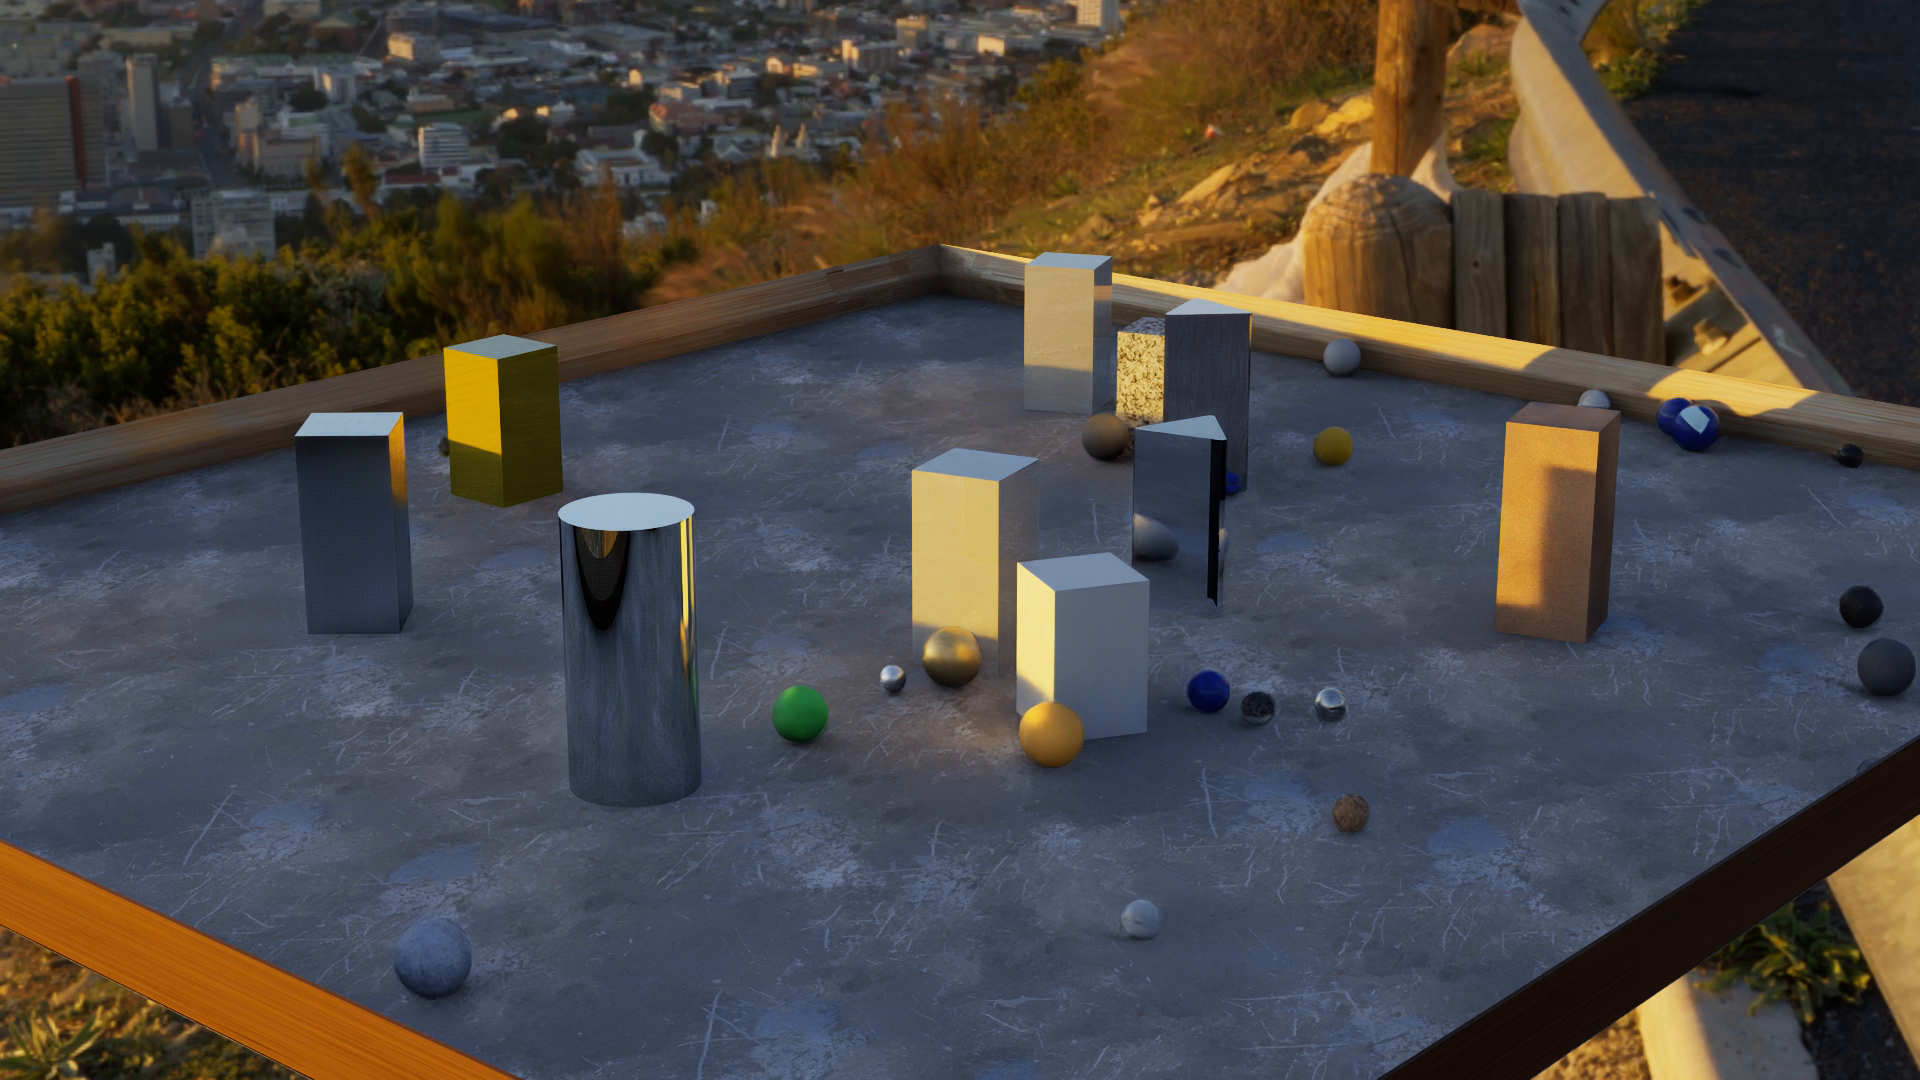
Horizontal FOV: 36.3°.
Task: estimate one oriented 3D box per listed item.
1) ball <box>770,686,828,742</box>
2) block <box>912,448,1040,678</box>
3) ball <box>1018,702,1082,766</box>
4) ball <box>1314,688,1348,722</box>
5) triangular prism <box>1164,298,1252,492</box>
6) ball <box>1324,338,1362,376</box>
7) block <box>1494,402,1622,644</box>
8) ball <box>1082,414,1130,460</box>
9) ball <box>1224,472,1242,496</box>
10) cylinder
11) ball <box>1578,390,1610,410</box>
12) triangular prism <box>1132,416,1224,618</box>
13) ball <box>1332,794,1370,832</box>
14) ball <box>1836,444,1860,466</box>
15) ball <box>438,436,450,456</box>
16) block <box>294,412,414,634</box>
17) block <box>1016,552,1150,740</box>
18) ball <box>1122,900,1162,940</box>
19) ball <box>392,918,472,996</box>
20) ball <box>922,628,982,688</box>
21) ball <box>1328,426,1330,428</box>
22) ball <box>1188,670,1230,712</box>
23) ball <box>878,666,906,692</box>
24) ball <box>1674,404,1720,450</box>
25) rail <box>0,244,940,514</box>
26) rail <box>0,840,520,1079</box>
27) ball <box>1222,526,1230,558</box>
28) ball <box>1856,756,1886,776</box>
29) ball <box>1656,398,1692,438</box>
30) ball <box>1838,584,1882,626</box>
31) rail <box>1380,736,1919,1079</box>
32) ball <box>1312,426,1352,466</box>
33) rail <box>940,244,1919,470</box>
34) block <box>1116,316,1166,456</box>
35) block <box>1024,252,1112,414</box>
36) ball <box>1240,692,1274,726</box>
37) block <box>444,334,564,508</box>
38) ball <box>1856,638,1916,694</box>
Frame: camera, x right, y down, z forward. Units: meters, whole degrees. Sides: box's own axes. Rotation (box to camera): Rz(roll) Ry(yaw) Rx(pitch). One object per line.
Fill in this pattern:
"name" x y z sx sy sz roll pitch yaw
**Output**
"ball" -0.243 0.262 4.426 0.086 0.086 0.086 0 17 0
"block" 0.026 0.035 4.762 0.154 0.327 0.154 8 19 25
"ball" 0.134 0.286 4.330 0.095 0.095 0.095 0 17 0
"ball" 0.571 0.253 4.514 0.052 0.052 0.052 0 17 0
"triangular prism" 0.473 -0.286 5.772 0.166 0.358 0.144 -2 17 -5
"ball" 0.870 -0.416 6.672 0.086 0.086 0.086 0 17 0
"block" 1.003 -0.031 4.918 0.154 0.363 0.154 8 18 24
"ball" 0.296 -0.210 5.972 0.096 0.096 0.096 0 17 0
"ball" 0.528 -0.110 5.726 0.047 0.047 0.047 0 17 0
"cylinder" -0.472 0.157 4.212 0.192 0.412 0.192 0 17 0
"ball" 1.361 -0.291 6.293 0.065 0.065 0.065 0 17 0
"triangular prism" 0.403 -0.047 5.057 0.166 0.314 0.144 9 19 26
"ball" 0.547 0.381 4.092 0.052 0.052 0.052 0 17 0
"ball" 1.797 -0.171 5.929 0.046 0.046 0.046 0 17 0
"ball" -1.048 -0.193 6.009 0.042 0.042 0.042 0 17 0
"block" -1.019 -0.029 4.945 0.154 0.344 0.154 0 17 -2
"block" 0.186 0.164 4.482 0.154 0.243 0.154 -6 18 -19
"ball" 0.232 0.485 3.750 0.050 0.050 0.050 0 17 0
"ball" -0.645 0.510 3.587 0.096 0.096 0.096 0 17 0
"ball" -0.012 0.187 4.659 0.095 0.095 0.095 0 17 0
"ball" 0.766 -0.206 6.031 0.055 0.055 0.055 0 17 0
"ball" 0.386 0.234 4.552 0.067 0.067 0.067 0 17 0
"ball" -0.107 0.220 4.641 0.042 0.042 0.042 0 17 0
"ball" 1.519 -0.232 6.046 0.095 0.095 0.095 0 17 0
"rail" -1.266 -0.286 6.173 0.045 0.125 3.755 14 22 39
"rail" -1.215 0.436 3.780 3.401 0.125 0.045 14 22 39
"ball" 0.445 0.003 5.292 0.082 0.082 0.082 0 17 0
"ball" 1.319 0.340 4.208 0.062 0.062 0.062 0 17 0
"ball" 1.503 -0.257 6.150 0.085 0.085 0.085 0 17 0
"ball" 1.522 0.111 4.953 0.071 0.071 0.071 0 17 0
"rail" 1.266 0.349 4.068 0.045 0.125 3.755 14 22 39
"ball" 0.754 -0.190 5.939 0.078 0.078 0.078 0 17 0
"rail" 1.215 -0.373 6.460 3.401 0.125 0.045 14 22 39
"block" 0.422 -0.313 6.036 0.154 0.256 0.154 7 18 22
"block" 0.236 -0.452 6.392 0.154 0.318 0.154 5 18 17
"ball" 0.456 0.258 4.499 0.052 0.052 0.052 0 17 0
"block" -0.888 -0.233 5.708 0.154 0.294 0.154 14 21 38
"ball" 1.462 0.200 4.627 0.090 0.090 0.090 0 17 0
